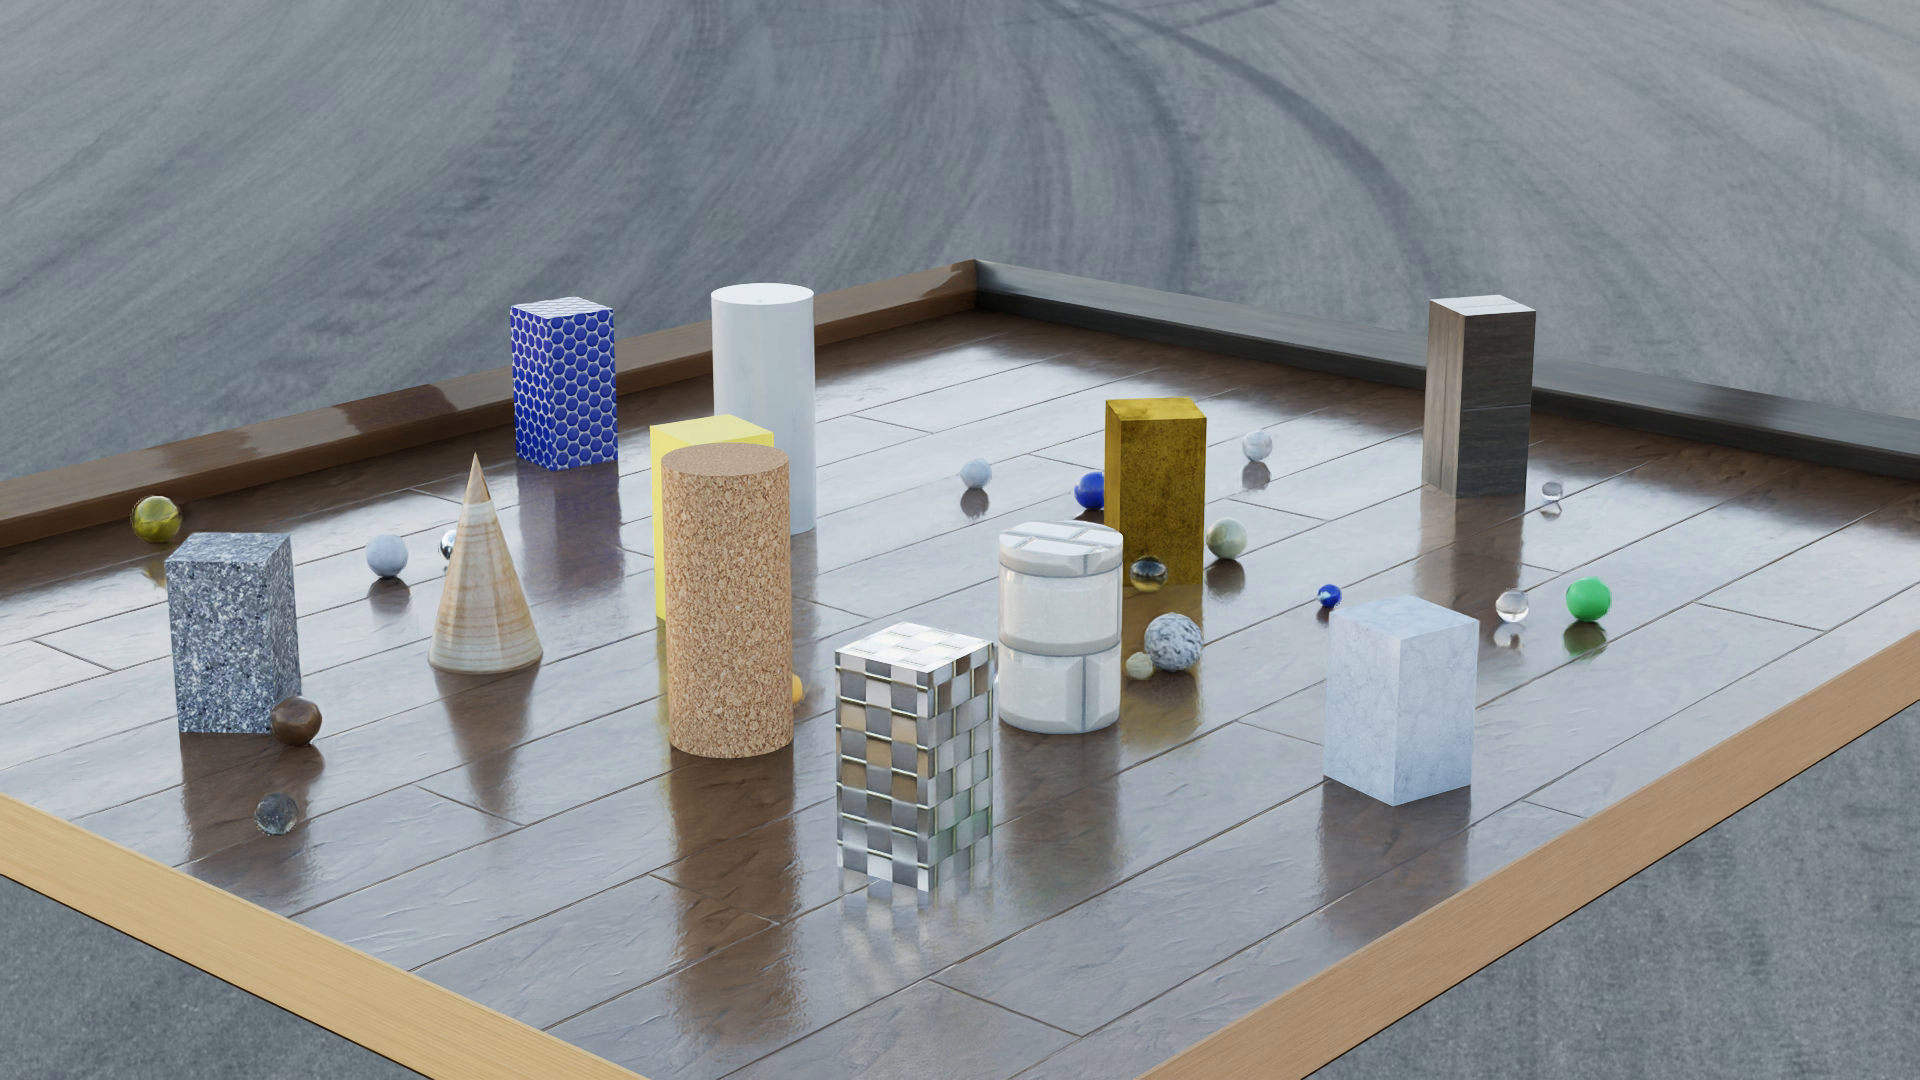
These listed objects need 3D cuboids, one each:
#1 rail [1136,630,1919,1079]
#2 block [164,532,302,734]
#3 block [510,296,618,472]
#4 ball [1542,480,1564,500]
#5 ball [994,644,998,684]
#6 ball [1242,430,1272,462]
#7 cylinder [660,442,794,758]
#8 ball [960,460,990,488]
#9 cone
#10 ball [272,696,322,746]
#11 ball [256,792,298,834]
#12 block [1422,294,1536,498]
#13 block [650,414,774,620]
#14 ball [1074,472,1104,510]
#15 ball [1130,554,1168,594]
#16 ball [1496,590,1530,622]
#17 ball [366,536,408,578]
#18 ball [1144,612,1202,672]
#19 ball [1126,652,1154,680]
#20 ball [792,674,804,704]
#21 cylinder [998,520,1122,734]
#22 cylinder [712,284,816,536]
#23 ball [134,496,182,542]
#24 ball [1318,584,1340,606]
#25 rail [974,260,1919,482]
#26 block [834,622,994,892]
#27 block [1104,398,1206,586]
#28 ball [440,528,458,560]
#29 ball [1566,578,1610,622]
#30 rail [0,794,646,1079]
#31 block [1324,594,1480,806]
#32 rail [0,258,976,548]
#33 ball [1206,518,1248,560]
[{"bbox_3d":[1.118,0.312,4.192,0.045,0.123,3.576,14,22,39],"label":"rail"},{"bbox_3d":[-1.113,0.141,4.501,0.151,0.272,0.151,1,17,2],"label":"block"},{"bbox_3d":[-0.803,-0.319,5.953,0.151,0.313,0.151,-12,21,-35],"label":"block"},{"bbox_3d":[1.149,-0.096,5.686,0.041,0.041,0.041,0,17,0],"label":"ball"},{"bbox_3d":[0.037,0.198,4.656,0.073,0.073,0.073,0,17,0],"label":"ball"},{"bbox_3d":[0.604,-0.191,5.963,0.063,0.063,0.063,0,17,0],"label":"ball"},{"bbox_3d":[-0.347,0.089,4.392,0.189,0.436,0.189,0,17,0],"label":"cylinder"},{"bbox_3d":[0.030,-0.130,5.767,0.058,0.058,0.058,0,17,0],"label":"ball"},{"bbox_3d":[-0.779,0.023,4.762,0.189,0.346,0.189,0,17,0],"label":"cone"},{"bbox_3d":[-0.998,0.272,4.412,0.074,0.074,0.074,0,17,0],"label":"ball"},{"bbox_3d":[-0.950,0.381,4.080,0.057,0.057,0.057,0,17,0],"label":"ball"},{"bbox_3d":[1.014,-0.282,5.743,0.151,0.364,0.151,-5,18,-17],"label":"block"},{"bbox_3d":[-0.415,-0.025,4.944,0.151,0.334,0.151,-11,20,-32],"label":"block"},{"bbox_3d":[0.257,-0.095,5.622,0.075,0.075,0.075,0,17,0],"label":"ball"},{"bbox_3d":[0.331,0.059,5.127,0.067,0.067,0.067,0,17,0],"label":"ball"},{"bbox_3d":[0.937,0.113,4.970,0.055,0.055,0.055,0,17,0],"label":"ball"},{"bbox_3d":[-1.018,0.029,5.213,0.074,0.074,0.074,0,17,0],"label":"ball"},{"bbox_3d":[0.343,0.165,4.730,0.095,0.095,0.095,0,17,0],"label":"ball"},{"bbox_3d":[0.288,0.202,4.695,0.044,0.044,0.044,0,17,0],"label":"ball"},{"bbox_3d":[-0.272,0.234,4.569,0.056,0.056,0.056,0,17,0],"label":"ball"},{"bbox_3d":[0.154,0.132,4.510,0.189,0.284,0.189,0,17,0],"label":"cylinder"},{"bbox_3d":[-0.365,-0.244,5.481,0.189,0.442,0.189,0,17,0],"label":"cylinder"},{"bbox_3d":[-1.483,-0.039,5.417,0.086,0.086,0.086,0,17,0],"label":"ball"},{"bbox_3d":[0.636,0.095,5.055,0.041,0.041,0.041,0,17,0],"label":"ball"},{"bbox_3d":[1.157,-0.355,6.396,3.008,0.123,0.045,14,22,39],"label":"rail"},{"bbox_3d":[-0.061,0.289,3.949,0.151,0.308,0.151,12,20,33],"label":"block"},{"bbox_3d":[0.344,-0.086,5.202,0.151,0.302,0.151,-2,17,-7],"label":"block"},{"bbox_3d":[-0.910,0.010,5.302,0.060,0.060,0.060,0,17,0],"label":"ball"},{"bbox_3d":[1.065,0.101,4.976,0.075,0.075,0.075,0,17,0],"label":"ball"},{"bbox_3d":[-1.157,0.416,3.845,3.008,0.123,0.045,14,22,39],"label":"rail"},{"bbox_3d":[0.638,0.229,4.246,0.151,0.251,0.151,-11,20,-33],"label":"block"},{"bbox_3d":[-1.118,-0.250,6.050,0.045,0.123,3.576,14,22,39],"label":"rail"},{"bbox_3d":[0.483,-0.003,5.316,0.076,0.076,0.076,0,17,0],"label":"ball"}]
